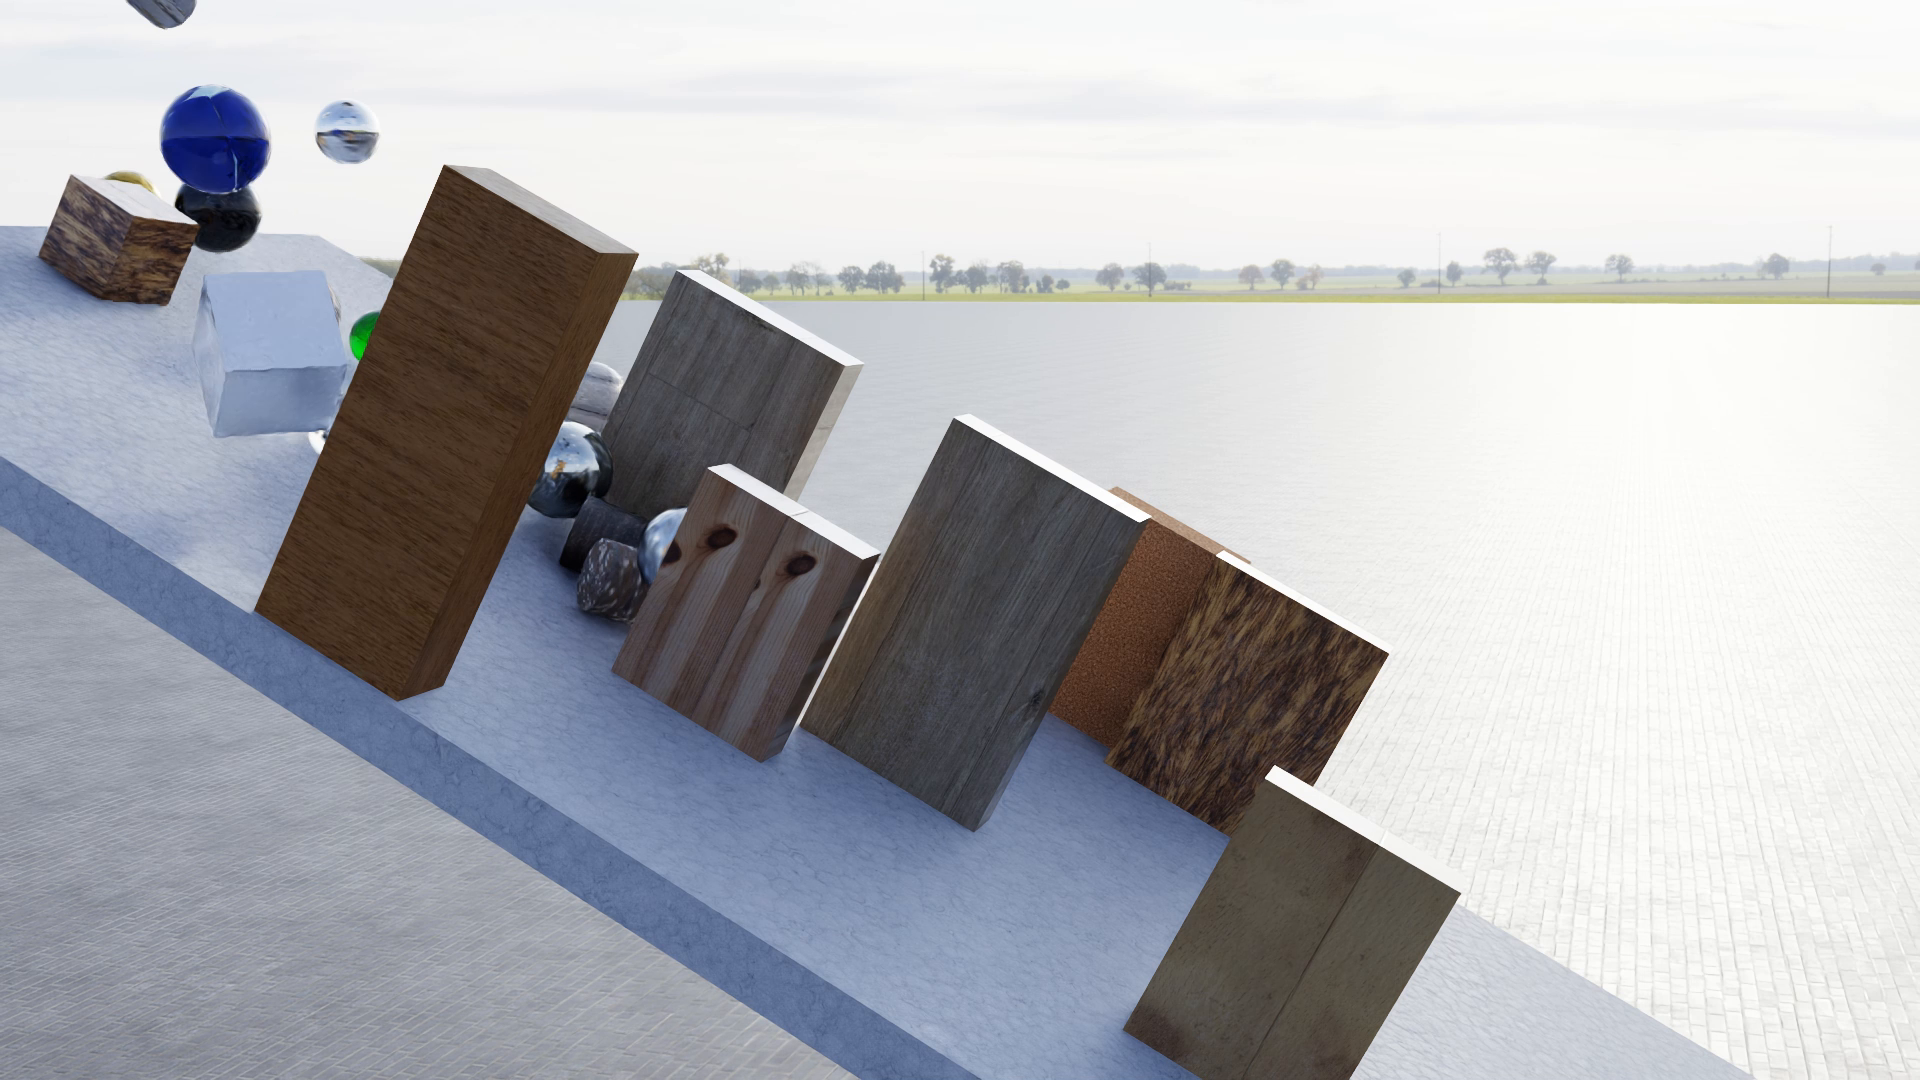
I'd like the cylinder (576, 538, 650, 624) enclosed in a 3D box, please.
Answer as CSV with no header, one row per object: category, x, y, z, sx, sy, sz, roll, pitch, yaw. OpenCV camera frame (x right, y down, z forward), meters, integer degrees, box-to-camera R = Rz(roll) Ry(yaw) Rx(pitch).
cylinder,-0.606,0.082,4.010,0.137,0.137,0.137,20,-4,-30

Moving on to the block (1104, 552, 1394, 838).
block,0.591,0.340,4.528,0.398,0.500,0.083,30,14,12

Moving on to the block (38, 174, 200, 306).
block,-1.674,-0.596,4.382,0.182,0.182,0.182,32,14,19

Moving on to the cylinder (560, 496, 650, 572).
cylinder,-0.660,0.009,4.148,0.144,0.144,0.144,23,6,-4

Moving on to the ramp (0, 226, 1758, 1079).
ramp,-0.225,0.375,4.149,4.000,0.100,2.000,30,14,12

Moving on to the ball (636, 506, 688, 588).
ball,-0.489,0.027,3.918,0.174,0.174,0.174,0,7,0

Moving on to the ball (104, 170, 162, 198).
ball,-1.781,-0.717,4.703,0.146,0.146,0.146,0,7,0

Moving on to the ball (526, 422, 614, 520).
ball,-0.770,-0.136,4.275,0.191,0.191,0.191,0,7,0

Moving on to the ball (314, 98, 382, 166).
ball,-1.221,-0.814,4.386,0.131,0.131,0.131,0,7,0

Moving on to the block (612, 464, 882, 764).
block,-0.367,0.123,3.754,0.312,0.401,0.095,30,14,12

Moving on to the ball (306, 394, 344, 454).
ball,-1.147,-0.206,4.078,0.125,0.125,0.125,0,7,0

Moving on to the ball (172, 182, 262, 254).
ball,-1.600,-0.710,4.742,0.184,0.184,0.184,0,7,0

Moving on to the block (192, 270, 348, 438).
block,-1.158,-0.312,3.684,0.194,0.194,0.194,-6,-28,-29

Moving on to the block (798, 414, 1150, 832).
block,0.021,0.147,3.897,0.373,0.634,0.095,30,14,12

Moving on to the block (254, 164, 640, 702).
block,-0.773,-0.157,3.290,0.275,0.750,0.133,30,14,12

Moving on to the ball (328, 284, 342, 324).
ball,-1.369,-0.476,4.568,0.160,0.160,0.160,0,7,0

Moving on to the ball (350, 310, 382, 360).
ball,-1.249,-0.431,4.738,0.130,0.130,0.130,0,7,0

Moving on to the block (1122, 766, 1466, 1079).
block,0.510,0.637,3.381,0.331,0.468,0.091,30,14,12

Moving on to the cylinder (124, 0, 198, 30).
cylinder,-1.574,-1.078,4.302,0.114,0.114,0.114,2,-16,15

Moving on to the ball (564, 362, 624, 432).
ball,-0.839,-0.324,4.985,0.164,0.164,0.164,0,7,0

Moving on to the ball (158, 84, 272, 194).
ball,-1.365,-0.735,4.033,0.199,0.199,0.199,0,7,0

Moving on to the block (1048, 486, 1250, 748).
block,0.357,0.179,4.721,0.332,0.479,0.130,30,14,12

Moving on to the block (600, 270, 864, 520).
block,-0.493,-0.204,4.400,0.396,0.545,0.112,30,14,12
